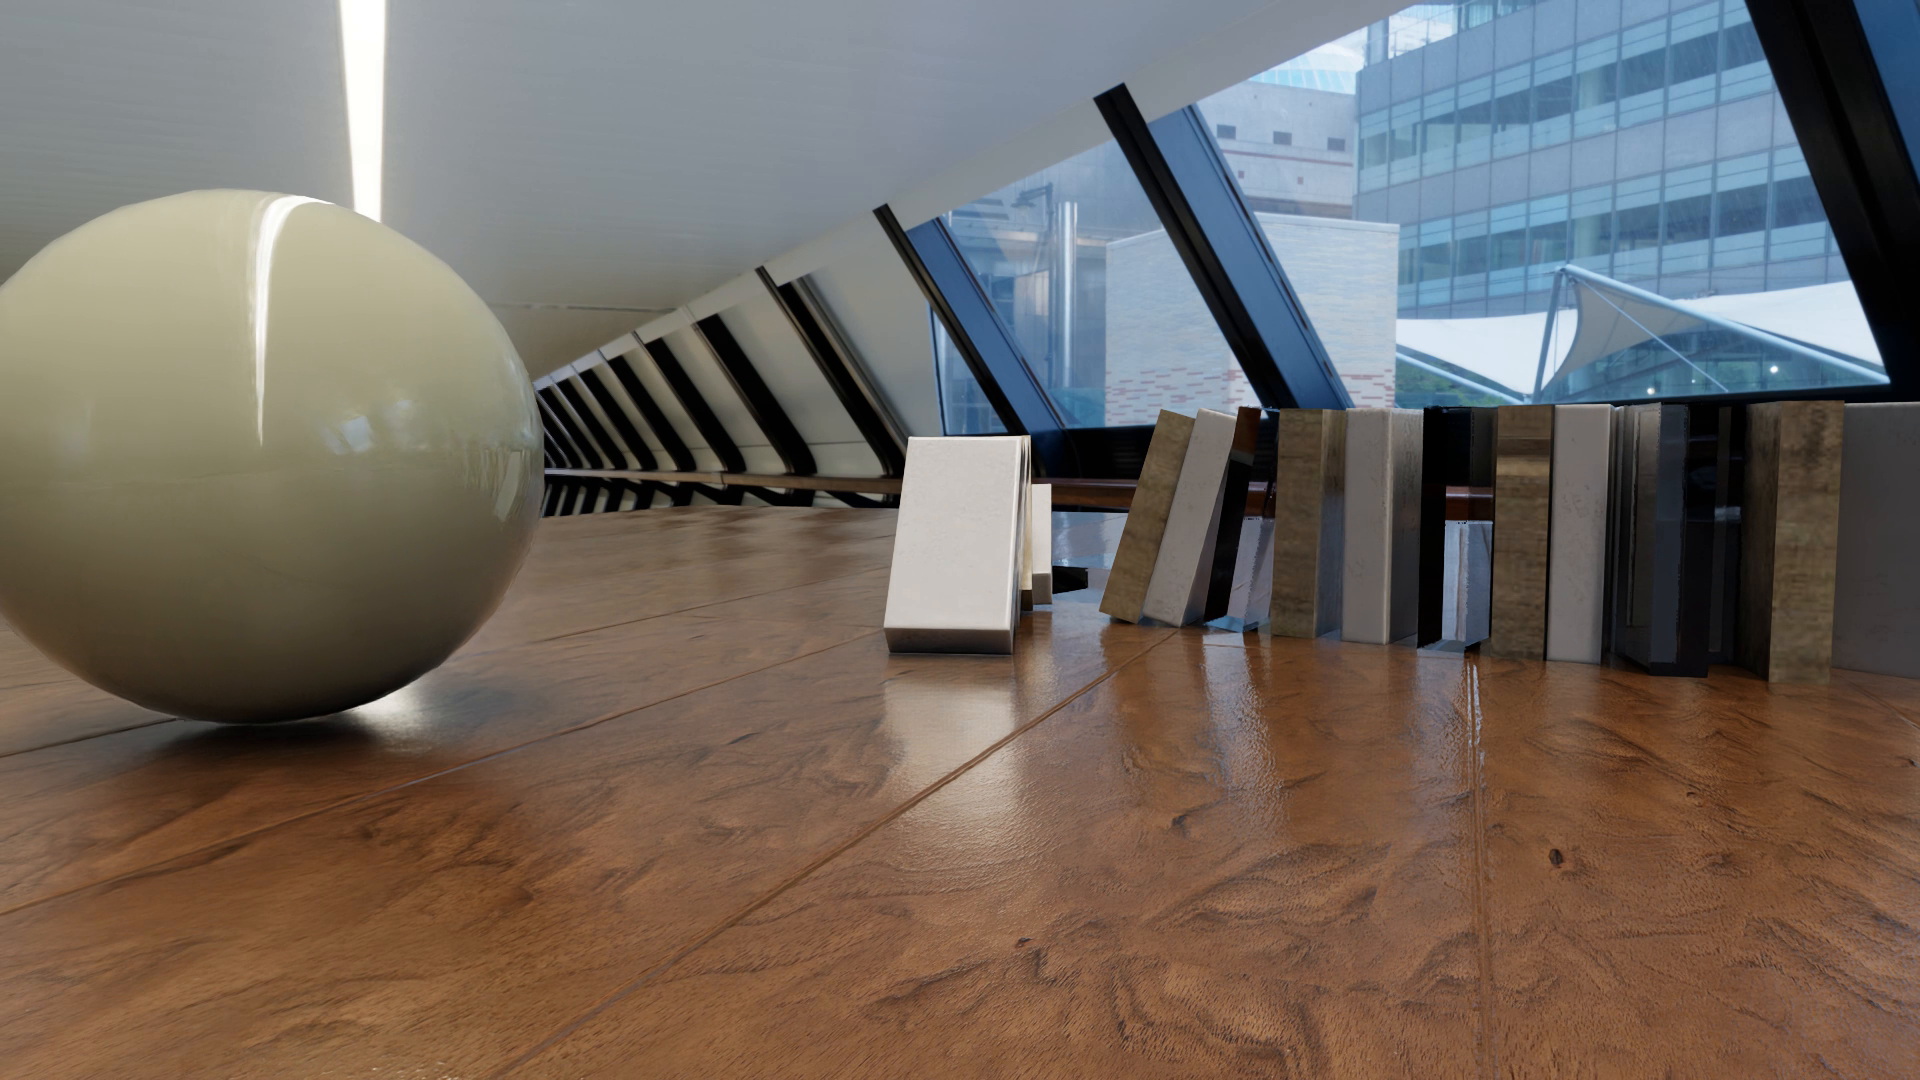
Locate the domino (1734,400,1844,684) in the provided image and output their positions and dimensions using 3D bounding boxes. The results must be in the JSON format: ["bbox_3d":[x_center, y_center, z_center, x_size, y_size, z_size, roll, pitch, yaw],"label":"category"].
[{"bbox_3d":[0.153,0.000,0.238,0.010,0.050,0.025,1,4,17],"label":"domino"}]

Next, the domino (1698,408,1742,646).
[{"bbox_3d":[0.169,-0.002,0.265,0.010,0.050,0.025,-3,5,-31],"label":"domino"}]

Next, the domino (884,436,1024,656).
[{"bbox_3d":[0.000,0.000,0.271,0.025,0.050,0.009,1,-37,7],"label":"domino"}]

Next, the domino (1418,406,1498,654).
[{"bbox_3d":[0.107,-0.003,0.272,0.010,0.050,0.025,3,5,38],"label":"domino"}]

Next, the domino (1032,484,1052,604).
[{"bbox_3d":[0.013,0.001,0.353,0.025,0.010,0.050,-2,29,5],"label":"domino"}]

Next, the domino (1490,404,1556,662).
[{"bbox_3d":[0.116,-0.002,0.263,0.010,0.050,0.025,2,5,29],"label":"domino"}]

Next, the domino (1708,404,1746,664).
[{"bbox_3d":[0.150,-0.002,0.259,0.009,0.050,0.025,2,5,22],"label":"domino"}]

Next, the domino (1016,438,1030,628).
[{"bbox_3d":[0.003,-0.003,0.308,0.025,0.050,0.009,1,-37,6],"label":"domino"}]

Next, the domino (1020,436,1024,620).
[{"bbox_3d":[0.003,-0.004,0.321,0.025,0.050,0.009,0,-37,5],"label":"domino"}]

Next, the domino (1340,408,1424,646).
[{"bbox_3d":[0.093,-0.004,0.282,0.009,0.050,0.025,3,5,37],"label":"domino"}]

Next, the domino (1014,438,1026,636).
[{"bbox_3d":[0.001,-0.002,0.296,0.025,0.050,0.010,1,-37,6],"label":"domino"}]

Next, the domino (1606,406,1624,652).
[{"bbox_3d":[0.142,-0.003,0.269,0.009,0.050,0.025,2,5,23],"label":"domino"}]

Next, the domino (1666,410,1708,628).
[{"bbox_3d":[0.172,-0.006,0.308,0.010,0.050,0.025,1,4,13],"label":"domino"}]

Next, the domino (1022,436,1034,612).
[{"bbox_3d":[0.006,-0.005,0.333,0.025,0.050,0.010,-2,-37,5],"label":"domino"}]

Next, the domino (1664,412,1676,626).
[{"bbox_3d":[0.157,-0.006,0.308,0.009,0.050,0.025,-1,5,-18],"label":"domino"}]

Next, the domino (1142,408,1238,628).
[{"bbox_3d":[0.058,-0.006,0.305,0.009,0.050,0.025,18,11,22],"label":"domino"}]

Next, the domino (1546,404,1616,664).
[{"bbox_3d":[0.125,-0.002,0.258,0.009,0.050,0.025,2,5,29],"label":"domino"}]

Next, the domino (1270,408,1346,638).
[{"bbox_3d":[0.080,-0.004,0.291,0.010,0.050,0.025,4,6,33],"label":"domino"}]

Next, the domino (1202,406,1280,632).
[{"bbox_3d":[0.069,-0.005,0.298,0.009,0.050,0.025,13,10,30],"label":"domino"}]

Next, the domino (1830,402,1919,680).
[{"bbox_3d":[0.171,-0.001,0.242,0.010,0.050,0.025,-2,5,-29],"label":"domino"}]

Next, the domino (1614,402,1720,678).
[{"bbox_3d":[0.134,-0.001,0.245,0.010,0.050,0.025,1,4,13],"label":"domino"}]

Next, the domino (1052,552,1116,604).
[{"bbox_3d":[0.044,0.010,0.366,0.025,0.010,0.050,3,5,36],"label":"domino"}]

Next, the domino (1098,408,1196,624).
[{"bbox_3d":[0.048,-0.006,0.313,0.010,0.050,0.025,18,9,13],"label":"domino"}]

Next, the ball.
[{"bbox_3d":[-0.105,-0.012,0.196,0.080,0.080,0.080,0,4,0],"label":"ball"}]
